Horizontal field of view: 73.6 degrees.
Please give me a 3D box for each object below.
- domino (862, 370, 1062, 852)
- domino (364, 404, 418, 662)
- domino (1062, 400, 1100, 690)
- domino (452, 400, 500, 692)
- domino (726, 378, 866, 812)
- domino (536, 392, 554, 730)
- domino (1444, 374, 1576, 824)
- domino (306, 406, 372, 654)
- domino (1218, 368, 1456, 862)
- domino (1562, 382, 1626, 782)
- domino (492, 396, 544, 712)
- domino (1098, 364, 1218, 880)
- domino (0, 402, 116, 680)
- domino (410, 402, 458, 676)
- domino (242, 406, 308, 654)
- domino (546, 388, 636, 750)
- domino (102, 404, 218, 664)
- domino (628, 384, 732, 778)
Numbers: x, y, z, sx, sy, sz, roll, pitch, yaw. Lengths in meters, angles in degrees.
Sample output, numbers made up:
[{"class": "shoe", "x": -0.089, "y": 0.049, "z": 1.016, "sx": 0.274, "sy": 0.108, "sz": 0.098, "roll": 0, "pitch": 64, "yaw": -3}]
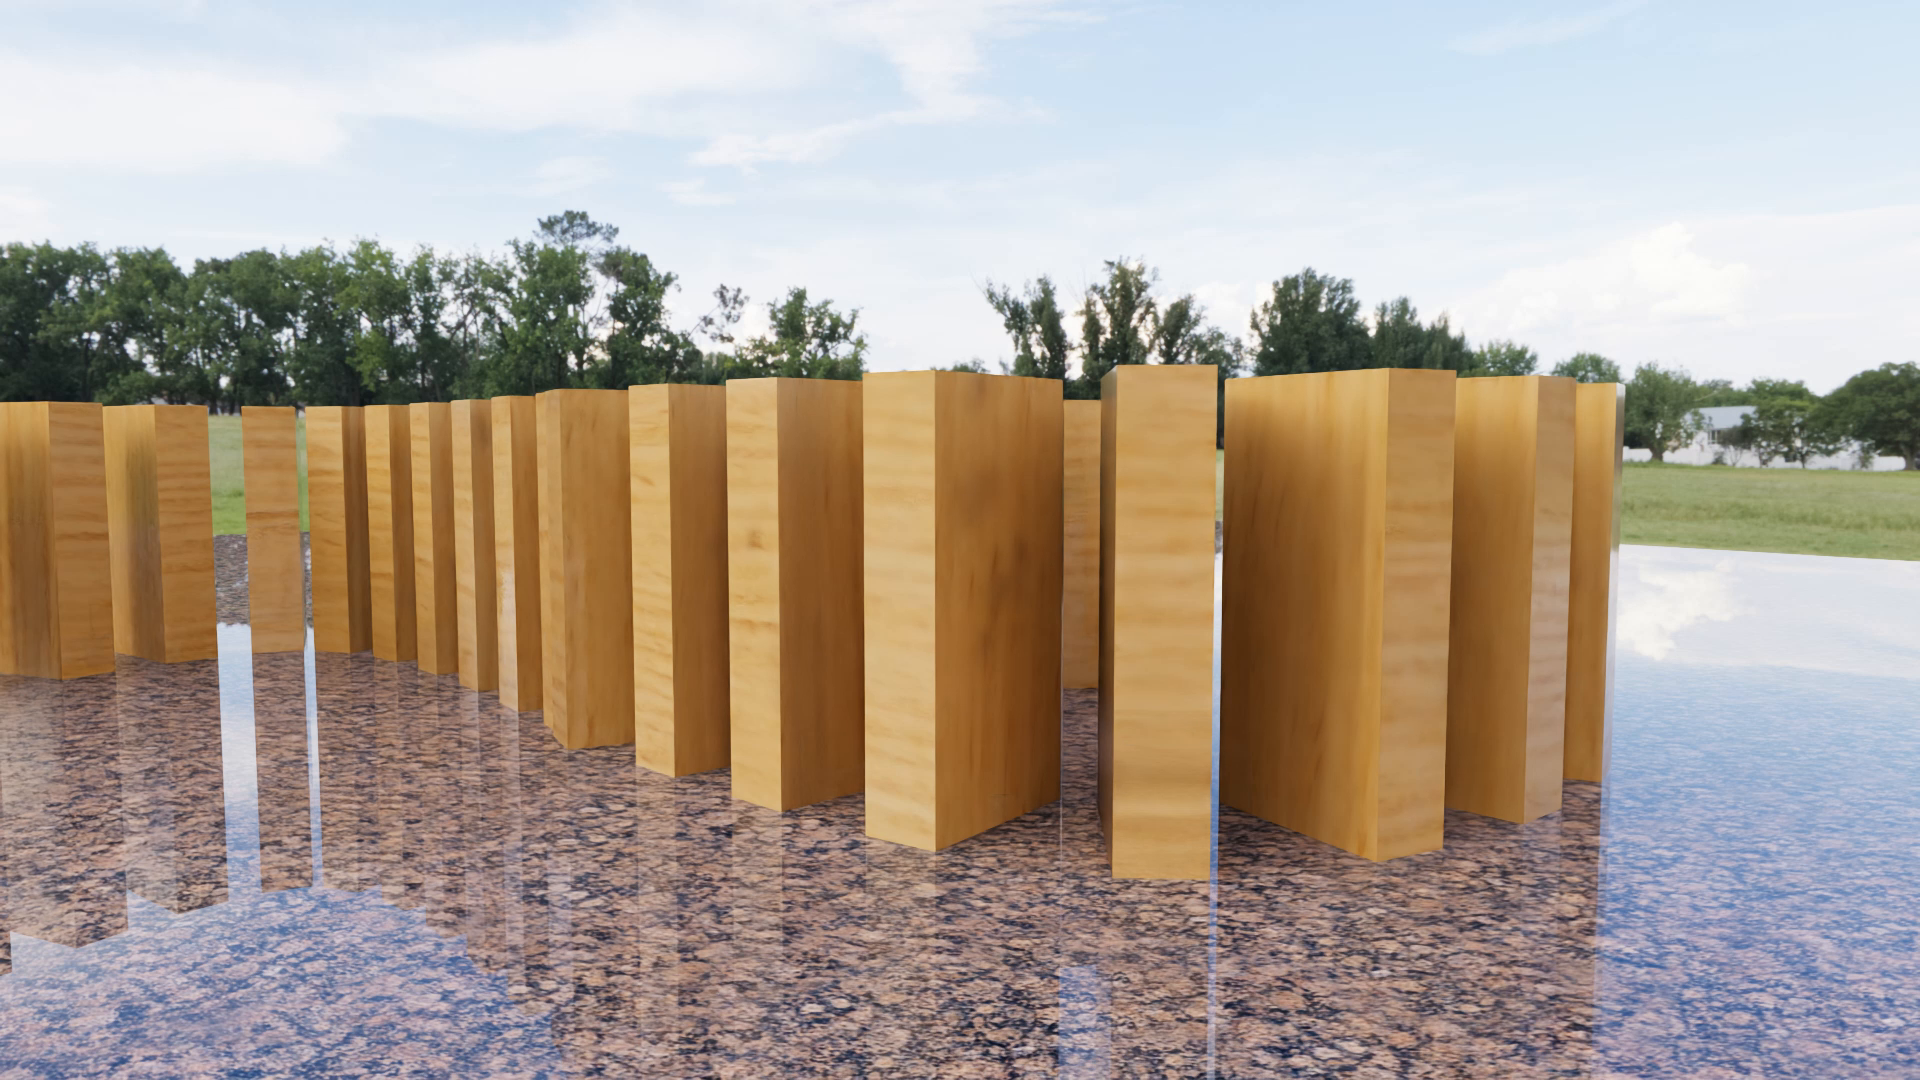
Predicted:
[{"class": "domino", "x": 0.001, "y": 0.007, "z": 0.145, "sx": 0.010, "sy": 0.050, "sz": 0.025, "roll": 3, "pitch": 5, "yaw": 36}, {"class": "domino", "x": -0.106, "y": -0.002, "z": 0.261, "sx": 0.009, "sy": 0.050, "sz": 0.025, "roll": 4, "pitch": 6, "yaw": 39}, {"class": "domino", "x": 0.019, "y": 0.000, "z": 0.234, "sx": 0.009, "sy": 0.050, "sz": 0.025, "roll": -1, "pitch": 4, "yaw": -16}, {"class": "domino", "x": -0.076, "y": 0.000, "z": 0.230, "sx": 0.025, "sy": 0.050, "sz": 0.010, "roll": -4, "pitch": 6, "yaw": -39}, {"class": "domino", "x": -0.016, "y": 0.006, "z": 0.159, "sx": 0.009, "sy": 0.050, "sz": 0.025, "roll": 4, "pitch": 6, "yaw": 43}, {"class": "domino", "x": -0.050, "y": 0.003, "z": 0.196, "sx": 0.025, "sy": 0.050, "sz": 0.009, "roll": -3, "pitch": 5, "yaw": -32}, {"class": "domino", "x": 0.058, "y": 0.006, "z": 0.154, "sx": 0.010, "sy": 0.050, "sz": 0.025, "roll": -4, "pitch": 6, "yaw": -41}, {"class": "domino", "x": -0.124, "y": -0.003, "z": 0.272, "sx": 0.009, "sy": 0.050, "sz": 0.025, "roll": 2, "pitch": 5, "yaw": 20}, {"class": "domino", "x": 0.041, "y": 0.007, "z": 0.142, "sx": 0.009, "sy": 0.050, "sz": 0.025, "roll": -2, "pitch": 5, "yaw": -28}, {"class": "domino", "x": 0.073, "y": 0.005, "z": 0.170, "sx": 0.025, "sy": 0.050, "sz": 0.010, "roll": 3, "pitch": 5, "yaw": 33}, {"class": "domino", "x": -0.063, "y": 0.002, "z": 0.213, "sx": 0.025, "sy": 0.050, "sz": 0.009, "roll": -3, "pitch": 5, "yaw": -37}, {"class": "domino", "x": 0.020, "y": 0.007, "z": 0.136, "sx": 0.010, "sy": 0.050, "sz": 0.025, "roll": 0, "pitch": 4, "yaw": 3}, {"class": "domino", "x": -0.172, "y": 0.000, "z": 0.239, "sx": 0.025, "sy": 0.050, "sz": 0.009, "roll": 2, "pitch": 5, "yaw": 24}, {"class": "domino", "x": -0.090, "y": -0.001, "z": 0.246, "sx": 0.025, "sy": 0.050, "sz": 0.009, "roll": -4, "pitch": 6, "yaw": -42}, {"class": "domino", "x": -0.145, "y": -0.003, "z": 0.272, "sx": 0.010, "sy": 0.050, "sz": 0.025, "roll": -2, "pitch": 5, "yaw": -25}, {"class": "domino", "x": -0.046, "y": 0.004, "z": 0.187, "sx": 0.025, "sy": 0.050, "sz": 0.010, "roll": -2, "pitch": 5, "yaw": -29}, {"class": "domino", "x": -0.161, "y": -0.002, "z": 0.258, "sx": 0.025, "sy": 0.050, "sz": 0.009, "roll": 3, "pitch": 5, "yaw": 37}, {"class": "domino", "x": -0.031, "y": 0.004, "z": 0.174, "sx": 0.025, "sy": 0.050, "sz": 0.010, "roll": -4, "pitch": 6, "yaw": -44}]
